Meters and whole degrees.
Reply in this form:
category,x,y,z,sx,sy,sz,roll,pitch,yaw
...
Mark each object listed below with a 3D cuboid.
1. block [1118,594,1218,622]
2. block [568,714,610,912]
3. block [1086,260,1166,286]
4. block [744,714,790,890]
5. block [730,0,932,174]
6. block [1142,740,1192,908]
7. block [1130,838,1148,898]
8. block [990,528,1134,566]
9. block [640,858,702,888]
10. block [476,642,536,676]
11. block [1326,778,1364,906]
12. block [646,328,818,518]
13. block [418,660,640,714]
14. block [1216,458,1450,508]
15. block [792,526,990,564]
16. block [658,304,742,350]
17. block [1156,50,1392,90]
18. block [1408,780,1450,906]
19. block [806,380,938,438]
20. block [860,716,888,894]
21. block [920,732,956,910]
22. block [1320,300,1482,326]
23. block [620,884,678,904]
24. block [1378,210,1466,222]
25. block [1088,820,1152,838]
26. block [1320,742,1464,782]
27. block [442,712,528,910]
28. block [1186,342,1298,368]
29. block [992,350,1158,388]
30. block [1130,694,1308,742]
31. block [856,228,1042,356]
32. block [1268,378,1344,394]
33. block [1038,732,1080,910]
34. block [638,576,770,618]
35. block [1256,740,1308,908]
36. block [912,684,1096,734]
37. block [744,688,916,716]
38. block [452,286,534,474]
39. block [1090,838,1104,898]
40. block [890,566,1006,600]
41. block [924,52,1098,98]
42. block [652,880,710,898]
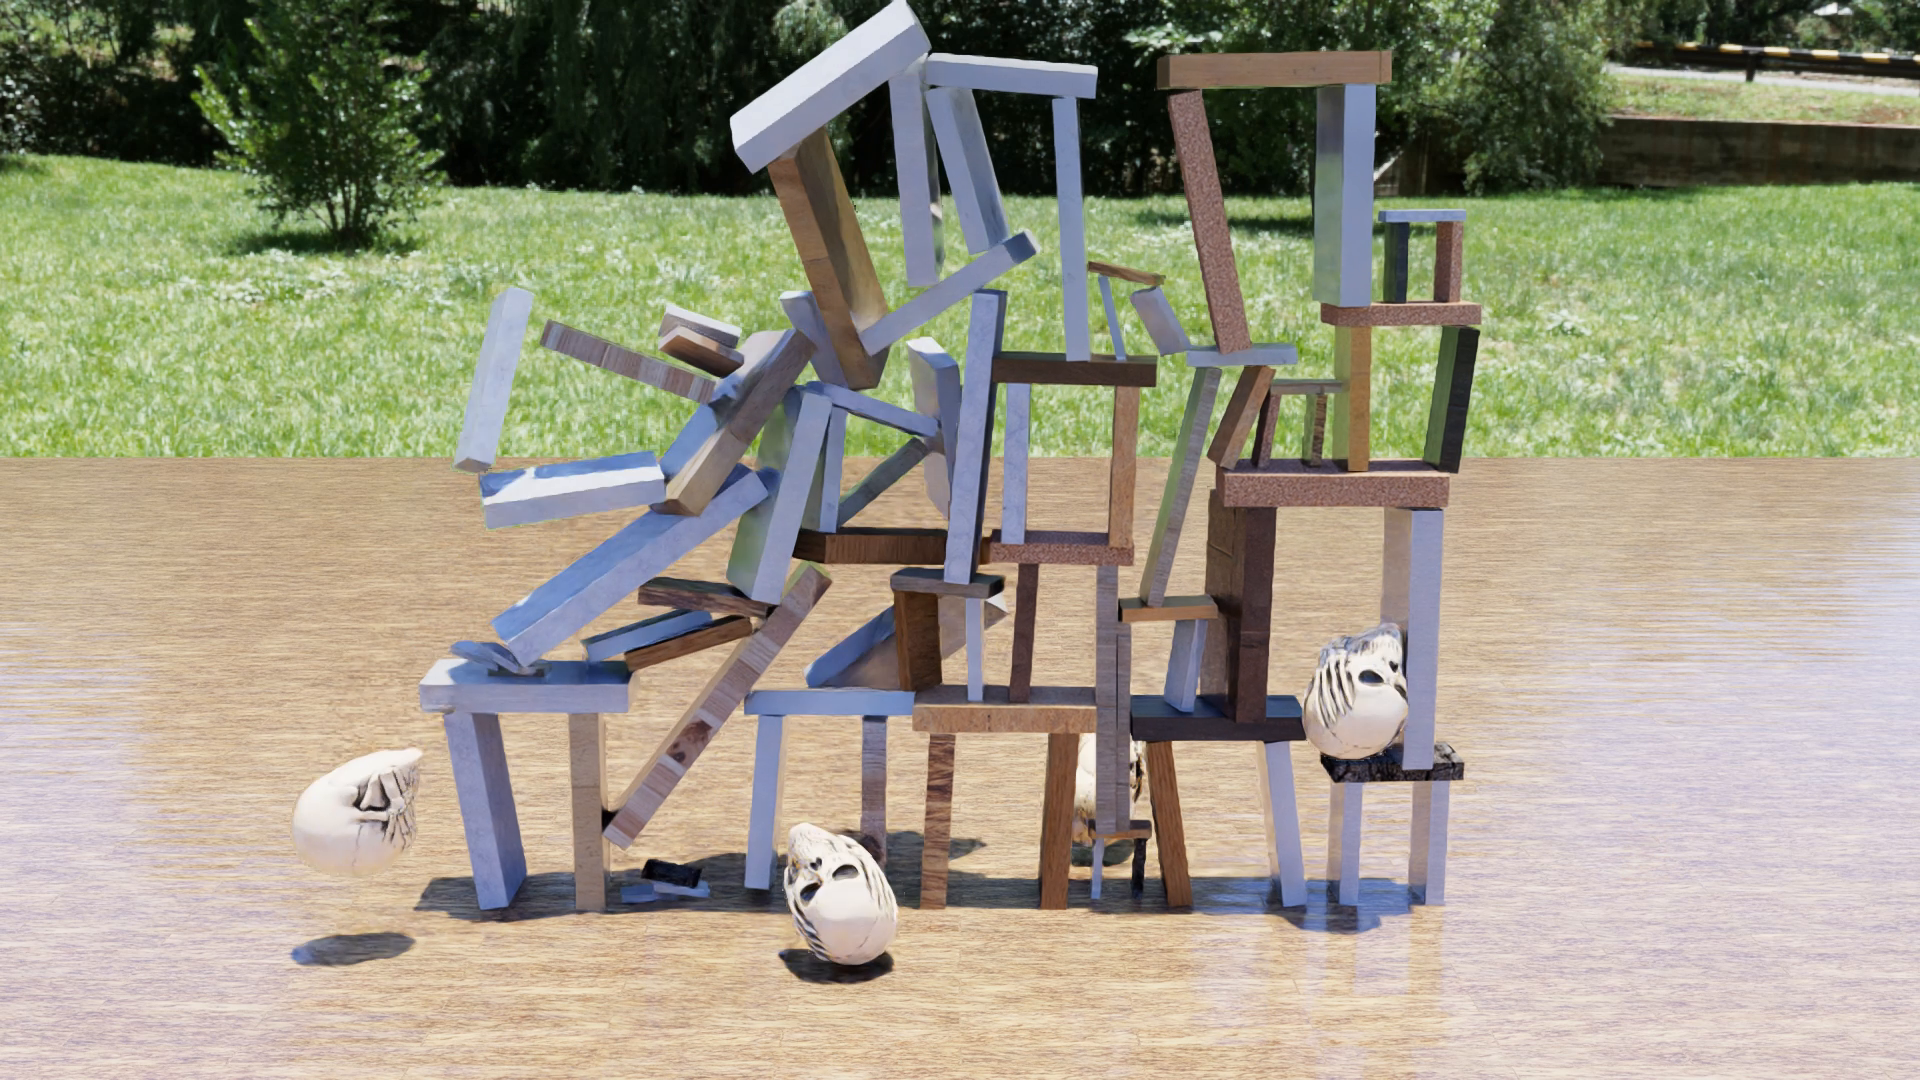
category,x,y,z,sx,sy,sz,roll,pitch,yaw
block,0.335,0.111,3.571,0.154,0.022,0.077,-3,12,-3
block,-0.612,0.427,3.637,0.047,0.332,0.166,-1,11,-6
block,0.262,-0.420,3.460,0.113,0.016,0.056,15,12,18
block,-0.322,0.432,3.675,0.040,0.283,0.141,5,-2,0
block,-0.204,-0.705,3.399,0.334,0.047,0.167,-33,27,9
block,0.342,0.450,3.646,0.040,0.281,0.140,-8,11,2
block,0.298,0.538,3.661,0.015,0.104,0.052,4,11,-1
block,0.165,0.012,3.565,0.230,0.033,0.115,2,11,2
block,-0.479,0.553,3.652,0.092,0.013,0.046,12,20,2
block,-0.731,0.191,3.543,0.093,0.013,0.046,27,8,27
block,0.636,0.484,3.641,0.030,0.213,0.107,0,13,-2
block,-0.380,-0.192,3.581,0.049,0.344,0.172,41,-18,-25
block,-0.701,0.239,3.601,0.332,0.047,0.166,0,11,-2
block,0.591,-0.093,3.519,0.348,0.049,0.174,0,11,2
block,-0.132,0.009,3.731,0.332,0.047,0.166,1,5,-36
block,-0.425,-0.340,3.592,0.126,0.018,0.063,18,-36,-11
block,0.482,-0.727,3.404,0.337,0.048,0.169,-1,10,-1
block,0.777,0.486,3.645,0.030,0.213,0.107,0,11,-4
block,-0.149,-0.217,3.655,0.206,0.029,0.103,18,-2,-22
block,-0.143,0.437,3.668,0.040,0.283,0.141,1,1,-1
block,-0.036,0.444,3.638,0.042,0.296,0.148,3,11,-1
block,0.696,-0.359,3.476,0.227,0.032,0.113,-1,10,-4
block,-0.516,0.587,3.651,0.092,0.013,0.046,-2,11,-9
block,0.727,-0.510,3.457,0.126,0.018,0.063,-1,9,-1
block,0.266,0.479,3.649,0.104,0.015,0.052,0,11,0
block,0.709,0.365,3.617,0.213,0.030,0.107,-1,13,-4
block,-0.784,0.424,3.643,0.047,0.332,0.166,-8,10,1
block,0.445,-0.294,3.486,0.172,0.024,0.086,-1,12,4
block,0.185,-0.273,3.502,0.256,0.036,0.128,2,11,5
block,0.419,0.291,3.612,0.281,0.040,0.140,0,11,0
block,-0.016,-0.400,3.549,0.293,0.042,0.147,-30,5,24
block,0.543,-0.245,3.500,0.119,0.017,0.059,-1,12,-8
block,0.162,0.444,3.638,0.042,0.296,0.148,4,11,-1
block,-0.419,0.093,3.617,0.210,0.030,0.105,7,9,-3
block,0.530,0.449,3.646,0.040,0.281,0.140,-8,11,1
block,0.074,0.276,3.612,0.296,0.042,0.148,0,11,2
block,-0.213,0.271,3.692,0.283,0.040,0.141,0,-2,1
block,-0.743,-0.253,3.496,0.040,0.281,0.140,15,-10,-21
block,0.228,0.538,3.661,0.015,0.104,0.052,4,11,-1
block,-0.020,0.070,3.601,0.169,0.024,0.085,5,10,19
block,0.081,-0.721,3.414,0.261,0.037,0.130,5,18,2
block,-0.464,0.575,3.650,0.092,0.013,0.046,9,9,-14
